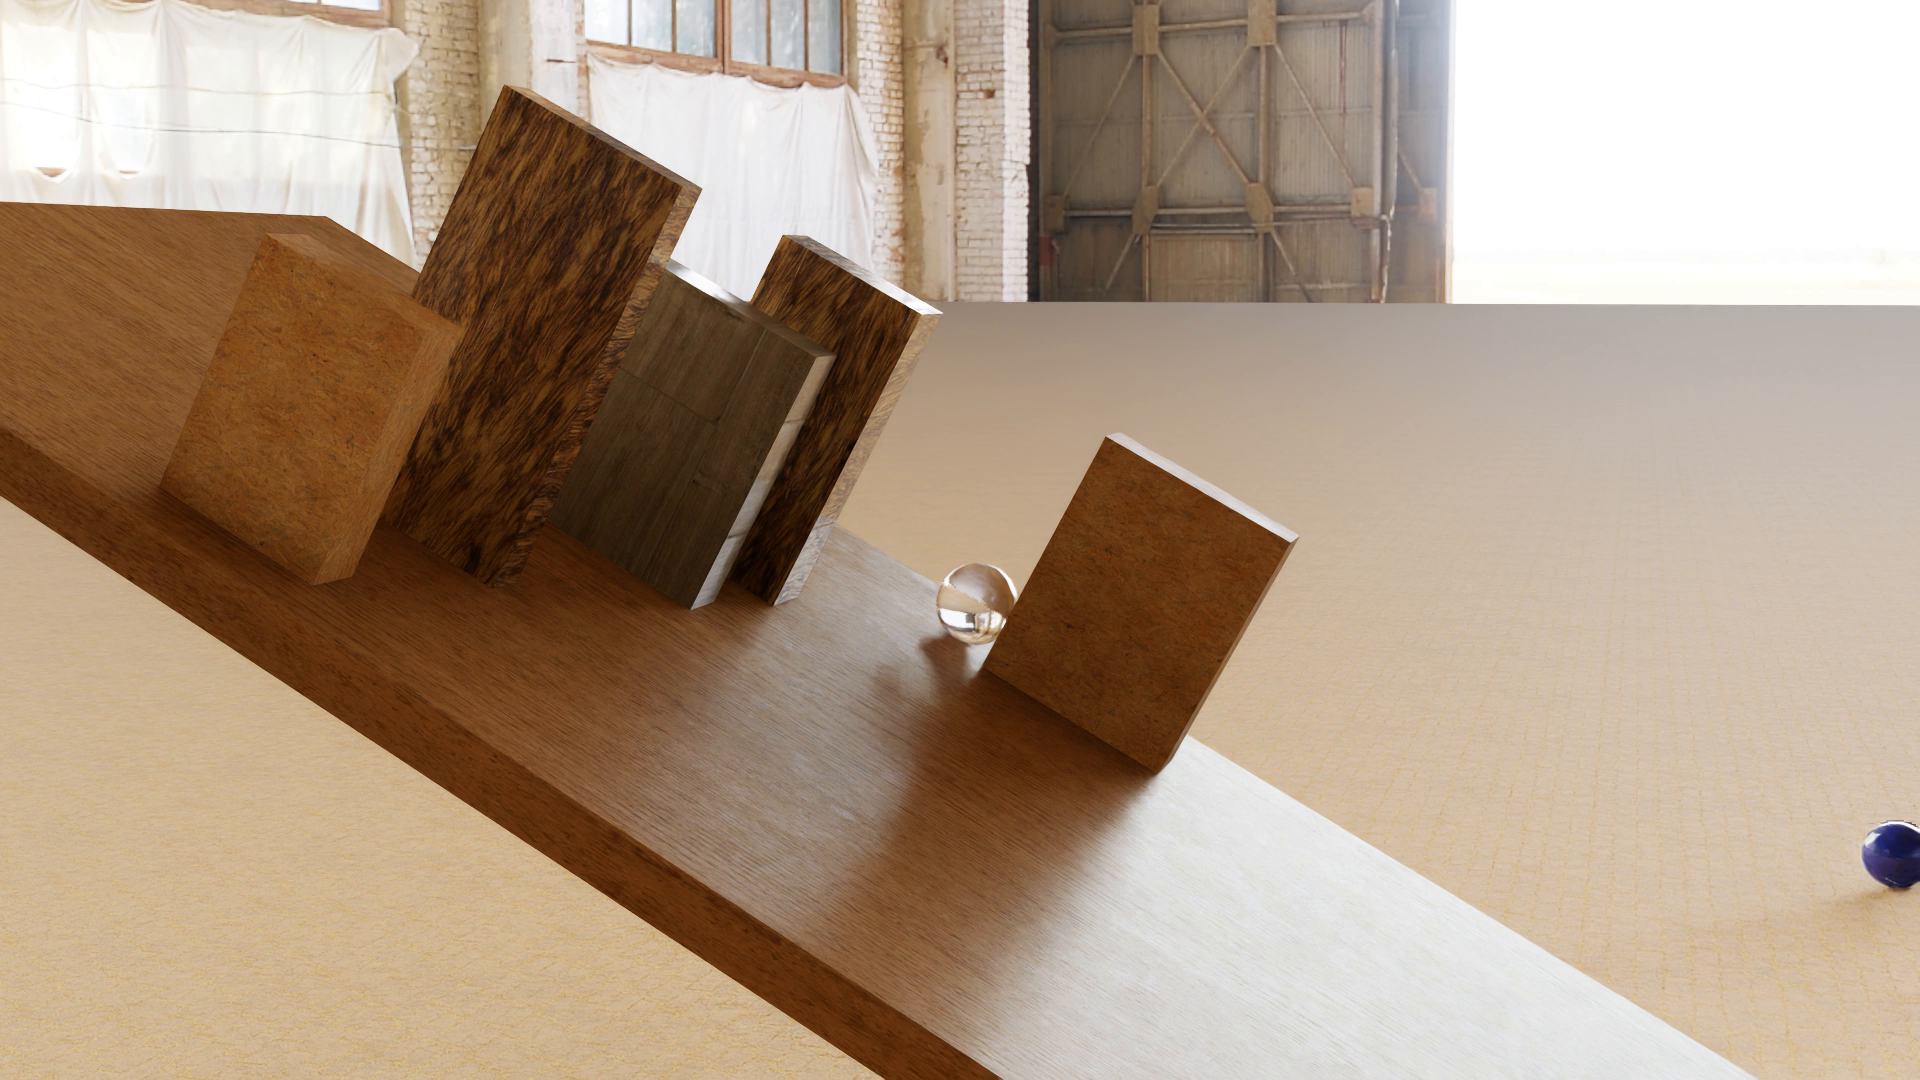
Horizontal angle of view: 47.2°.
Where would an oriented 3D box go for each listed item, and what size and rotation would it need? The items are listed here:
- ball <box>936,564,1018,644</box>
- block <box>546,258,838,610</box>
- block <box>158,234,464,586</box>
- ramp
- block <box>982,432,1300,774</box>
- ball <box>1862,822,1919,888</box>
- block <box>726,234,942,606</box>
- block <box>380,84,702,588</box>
[{"bbox_3d":[0.037,0.139,4.790,0.178,0.178,0.178,0,7,0],"label":"ball"},{"bbox_3d":[-0.537,-0.207,4.187,0.396,0.545,0.112,31,14,12],"label":"block"},{"bbox_3d":[-1.026,-0.207,3.468,0.314,0.452,0.111,31,14,12],"label":"block"},{"bbox_3d":[-0.213,0.353,4.143,4.000,0.100,2.000,31,14,12],"label":"ramp"},{"bbox_3d":[0.380,0.130,4.661,0.441,0.567,0.136,31,14,12],"label":"block"},{"bbox_3d":[2.830,0.952,6.645,0.199,0.199,0.199,0,7,0],"label":"ball"},{"bbox_3d":[-0.342,-0.241,4.427,0.326,0.664,0.134,31,14,12],"label":"block"},{"bbox_3d":[-0.770,-0.343,3.766,0.364,0.772,0.084,31,14,12],"label":"block"}]
